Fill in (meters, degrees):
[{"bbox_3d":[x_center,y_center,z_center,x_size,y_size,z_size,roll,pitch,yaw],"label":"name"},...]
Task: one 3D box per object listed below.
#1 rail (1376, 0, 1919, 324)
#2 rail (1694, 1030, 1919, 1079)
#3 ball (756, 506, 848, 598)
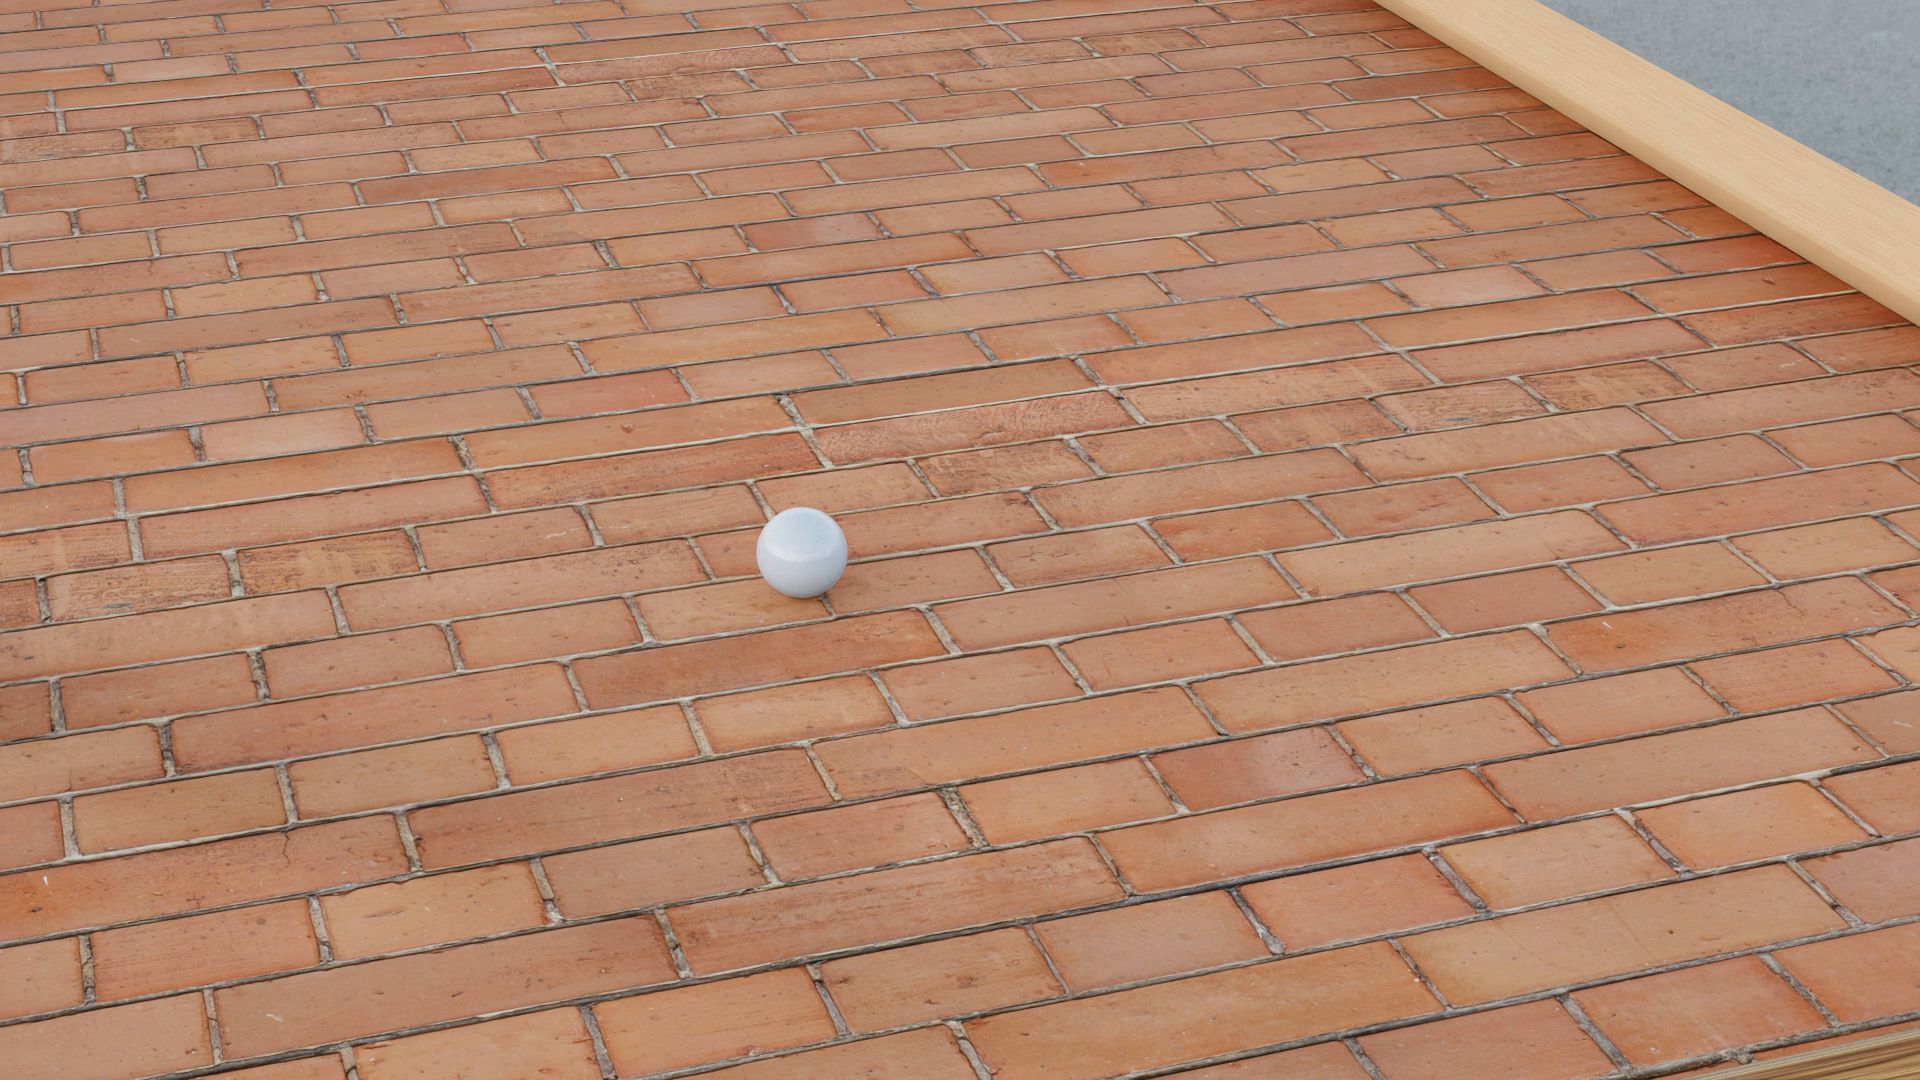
[{"bbox_3d":[0.598,-0.450,2.886,0.045,0.095,3.050,-8,27,-16],"label":"rail"},{"bbox_3d":[0.232,0.294,1.356,1.809,0.095,0.045,-8,27,-16],"label":"rail"},{"bbox_3d":[-0.106,0.008,1.982,0.062,0.062,0.062,0,26,0],"label":"ball"}]
